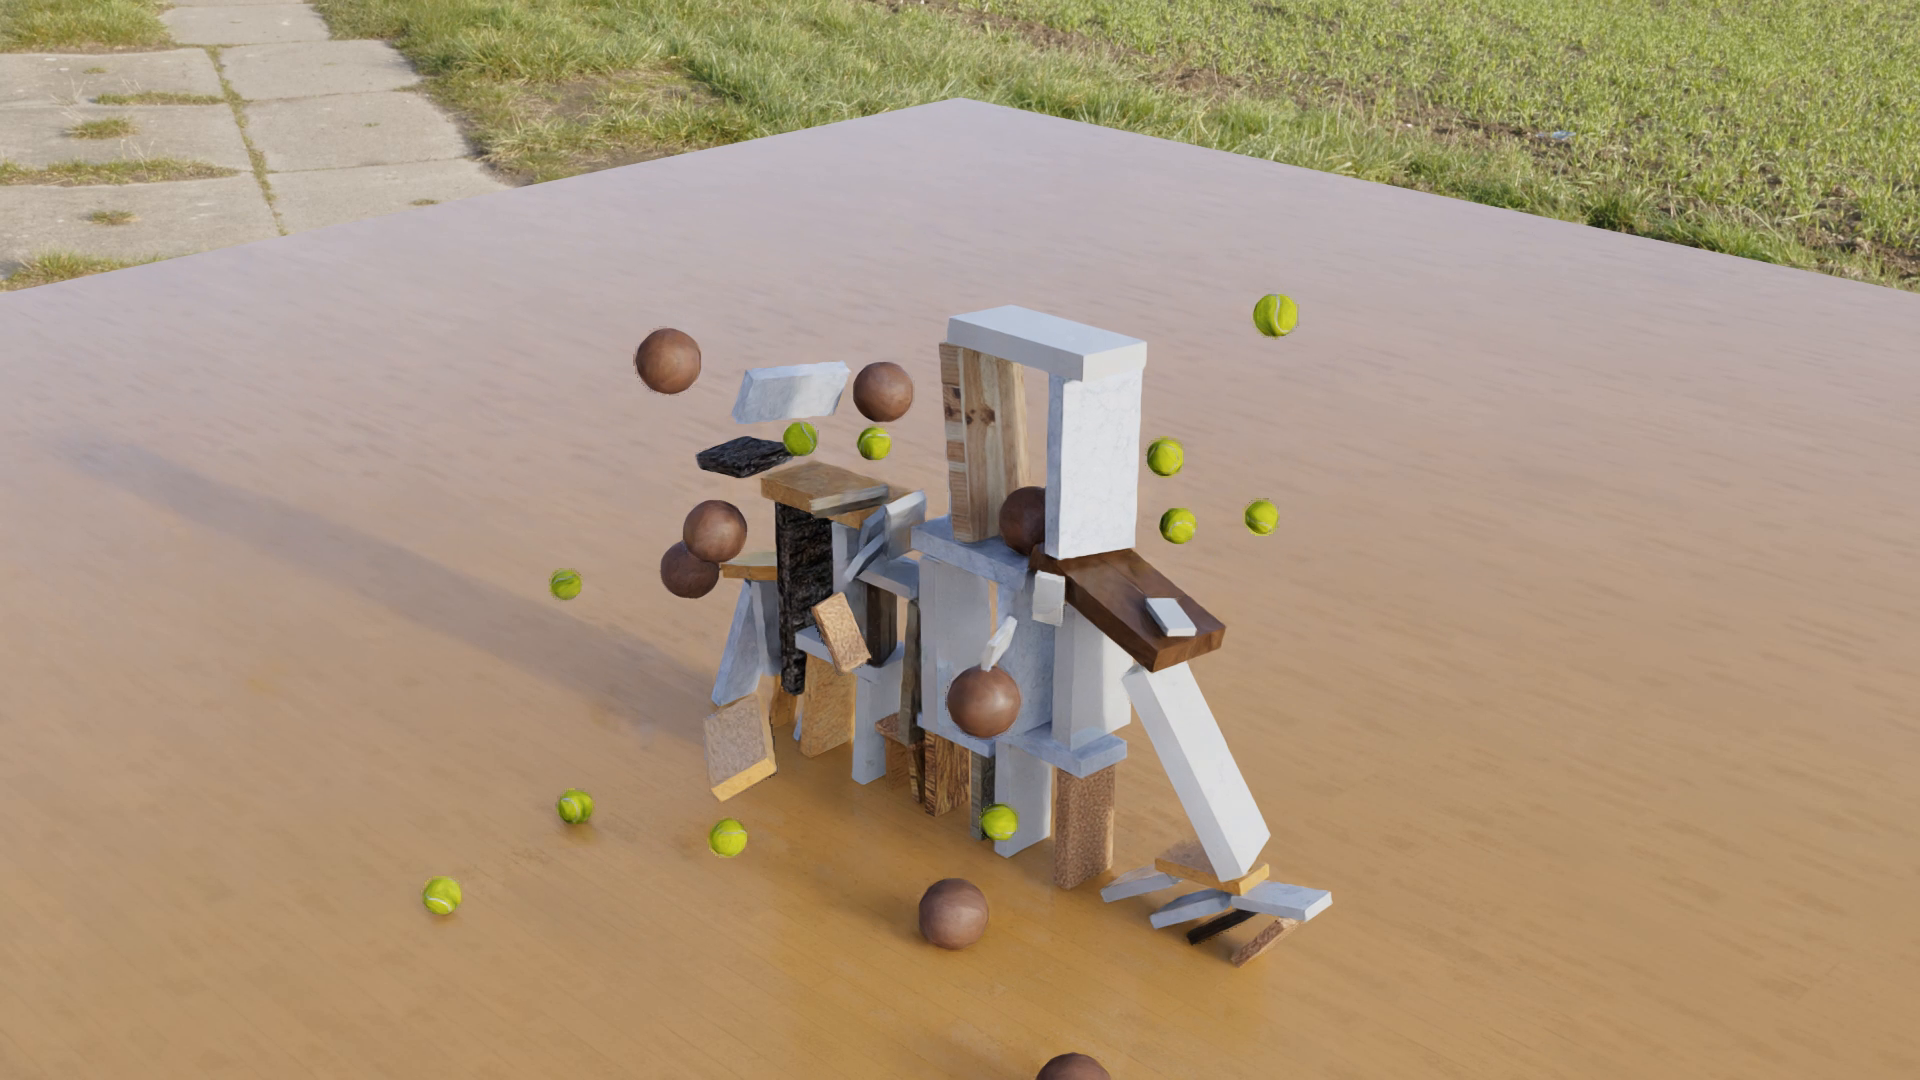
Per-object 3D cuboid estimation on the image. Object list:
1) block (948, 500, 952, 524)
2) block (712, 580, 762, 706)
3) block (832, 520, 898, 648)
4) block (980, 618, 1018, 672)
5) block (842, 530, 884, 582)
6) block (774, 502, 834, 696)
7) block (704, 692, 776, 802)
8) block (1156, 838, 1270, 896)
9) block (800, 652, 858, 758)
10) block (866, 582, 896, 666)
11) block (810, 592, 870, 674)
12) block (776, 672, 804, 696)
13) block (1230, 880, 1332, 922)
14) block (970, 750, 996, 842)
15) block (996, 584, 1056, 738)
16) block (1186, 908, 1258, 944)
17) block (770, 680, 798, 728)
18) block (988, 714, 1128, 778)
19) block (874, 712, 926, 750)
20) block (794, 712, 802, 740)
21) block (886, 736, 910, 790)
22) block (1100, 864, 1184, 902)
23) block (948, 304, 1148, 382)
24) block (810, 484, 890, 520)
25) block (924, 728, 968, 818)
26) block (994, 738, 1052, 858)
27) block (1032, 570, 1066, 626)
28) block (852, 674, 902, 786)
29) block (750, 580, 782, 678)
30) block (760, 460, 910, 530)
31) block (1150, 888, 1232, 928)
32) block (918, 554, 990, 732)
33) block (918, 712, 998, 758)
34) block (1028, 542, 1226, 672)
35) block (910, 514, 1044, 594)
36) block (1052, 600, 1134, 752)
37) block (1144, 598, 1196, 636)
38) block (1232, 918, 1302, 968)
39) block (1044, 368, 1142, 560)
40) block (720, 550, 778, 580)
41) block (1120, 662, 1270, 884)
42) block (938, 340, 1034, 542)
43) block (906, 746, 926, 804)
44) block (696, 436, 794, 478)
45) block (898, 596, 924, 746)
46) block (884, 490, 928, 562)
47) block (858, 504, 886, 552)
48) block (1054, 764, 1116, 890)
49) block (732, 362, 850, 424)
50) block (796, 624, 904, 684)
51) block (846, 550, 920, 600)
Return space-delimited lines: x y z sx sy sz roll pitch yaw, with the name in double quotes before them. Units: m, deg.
"block" 0.014 -0.111 4.202 0.022 0.152 0.076 12 15 43
"block" -0.461 0.212 4.824 0.108 0.354 0.030 -22 53 -42
"block" -0.191 0.081 4.470 0.041 0.289 0.144 21 31 39
"block" 0.067 0.179 3.784 0.015 0.053 0.105 23 31 13
"block" -0.179 0.028 4.317 0.019 0.067 0.134 38 35 5
"block" -0.313 0.104 4.612 0.041 0.433 0.144 21 31 41
"block" -0.408 0.381 4.073 0.118 0.034 0.237 -30 27 6
"block" 0.457 0.592 3.985 0.186 0.026 0.093 11 24 40
"block" -0.274 0.331 4.661 0.124 0.247 0.035 -21 39 -41
"block" -0.157 0.147 4.438 0.027 0.193 0.096 8 24 17
"block" -0.218 0.169 4.013 0.067 0.134 0.019 -30 13 -37
"block" -0.332 0.307 4.710 0.121 0.017 0.061 23 32 40
"block" 0.567 0.635 3.880 0.159 0.023 0.080 3 18 43
"block" 0.066 0.490 4.357 0.097 0.194 0.028 -22 31 -40
"block" 0.138 0.208 4.157 0.151 0.302 0.043 -19 28 -41
"block" 0.488 0.687 3.985 0.080 0.023 0.159 -21 -11 -40
"block" -0.382 0.348 4.783 0.061 0.121 0.017 -21 44 -41
"block" 0.186 0.376 4.194 0.124 0.035 0.247 -19 30 -39
"block" -0.111 0.390 4.494 0.122 0.017 0.061 22 35 40
"block" -0.317 0.376 4.724 0.061 0.122 0.017 -22 55 -41
"block" -0.125 0.450 4.545 0.017 0.122 0.061 21 31 40
"block" 0.357 0.632 4.111 0.093 0.026 0.186 -23 -1 -43
"block" 0.154 -0.355 3.947 0.166 0.047 0.333 -16 27 -42
"block" -0.212 -0.074 4.258 0.152 0.022 0.076 -12 -12 -3
"block" -0.026 0.454 4.441 0.028 0.194 0.097 21 31 40
"block" 0.124 0.485 4.298 0.124 0.247 0.035 -20 30 -41
"block" 0.159 0.104 3.916 0.053 0.105 0.015 13 42 13
"block" -0.161 0.375 4.557 0.035 0.247 0.124 27 35 37
"block" -0.388 0.175 4.726 0.030 0.215 0.108 12 25 43
"block" -0.253 -0.094 4.466 0.289 0.041 0.144 18 29 40
"block" 0.442 0.666 4.028 0.093 0.026 0.186 -22 -3 -42
"block" -0.008 0.183 4.296 0.043 0.362 0.151 20 30 40
"block" 0.018 0.370 4.355 0.194 0.028 0.097 21 31 40
"block" 0.296 0.101 3.931 0.169 0.048 0.338 -17 43 -37
"block" 0.066 0.017 4.164 0.151 0.043 0.301 -20 30 -41
"block" 0.252 0.210 4.108 0.169 0.338 0.048 -20 31 -40
"block" 0.366 0.134 3.829 0.053 0.015 0.105 -2 29 -19
"block" 0.555 0.704 3.921 0.080 0.159 0.023 -21 68 -41
"block" 0.237 -0.141 3.927 0.167 0.333 0.047 -9 19 -30
"block" -0.401 0.054 4.698 0.108 0.030 0.215 -22 15 -41
"block" 0.423 0.390 3.918 0.048 0.408 0.169 -23 8 29
"block" 0.051 -0.197 4.126 0.167 0.375 0.047 -17 18 -41
"block" -0.075 0.470 4.494 0.017 0.121 0.061 11 26 41
"block" -0.456 -0.175 4.637 0.118 0.034 0.237 -23 17 -25
"block" -0.071 0.250 4.372 0.027 0.336 0.096 28 39 32
"block" -0.107 -0.026 4.241 0.076 0.022 0.276 -25 -16 -11
"block" -0.167 -0.021 4.345 0.067 0.134 0.019 -39 76 -22
"block" 0.238 0.531 4.190 0.124 0.247 0.035 -19 29 -39
"block" -0.352 -0.307 4.575 0.237 0.118 0.034 -9 47 -36
"block" -0.211 0.225 4.547 0.248 0.035 0.124 21 31 40
"block" -0.127 0.066 4.343 0.096 0.027 0.193 -21 29 -38
